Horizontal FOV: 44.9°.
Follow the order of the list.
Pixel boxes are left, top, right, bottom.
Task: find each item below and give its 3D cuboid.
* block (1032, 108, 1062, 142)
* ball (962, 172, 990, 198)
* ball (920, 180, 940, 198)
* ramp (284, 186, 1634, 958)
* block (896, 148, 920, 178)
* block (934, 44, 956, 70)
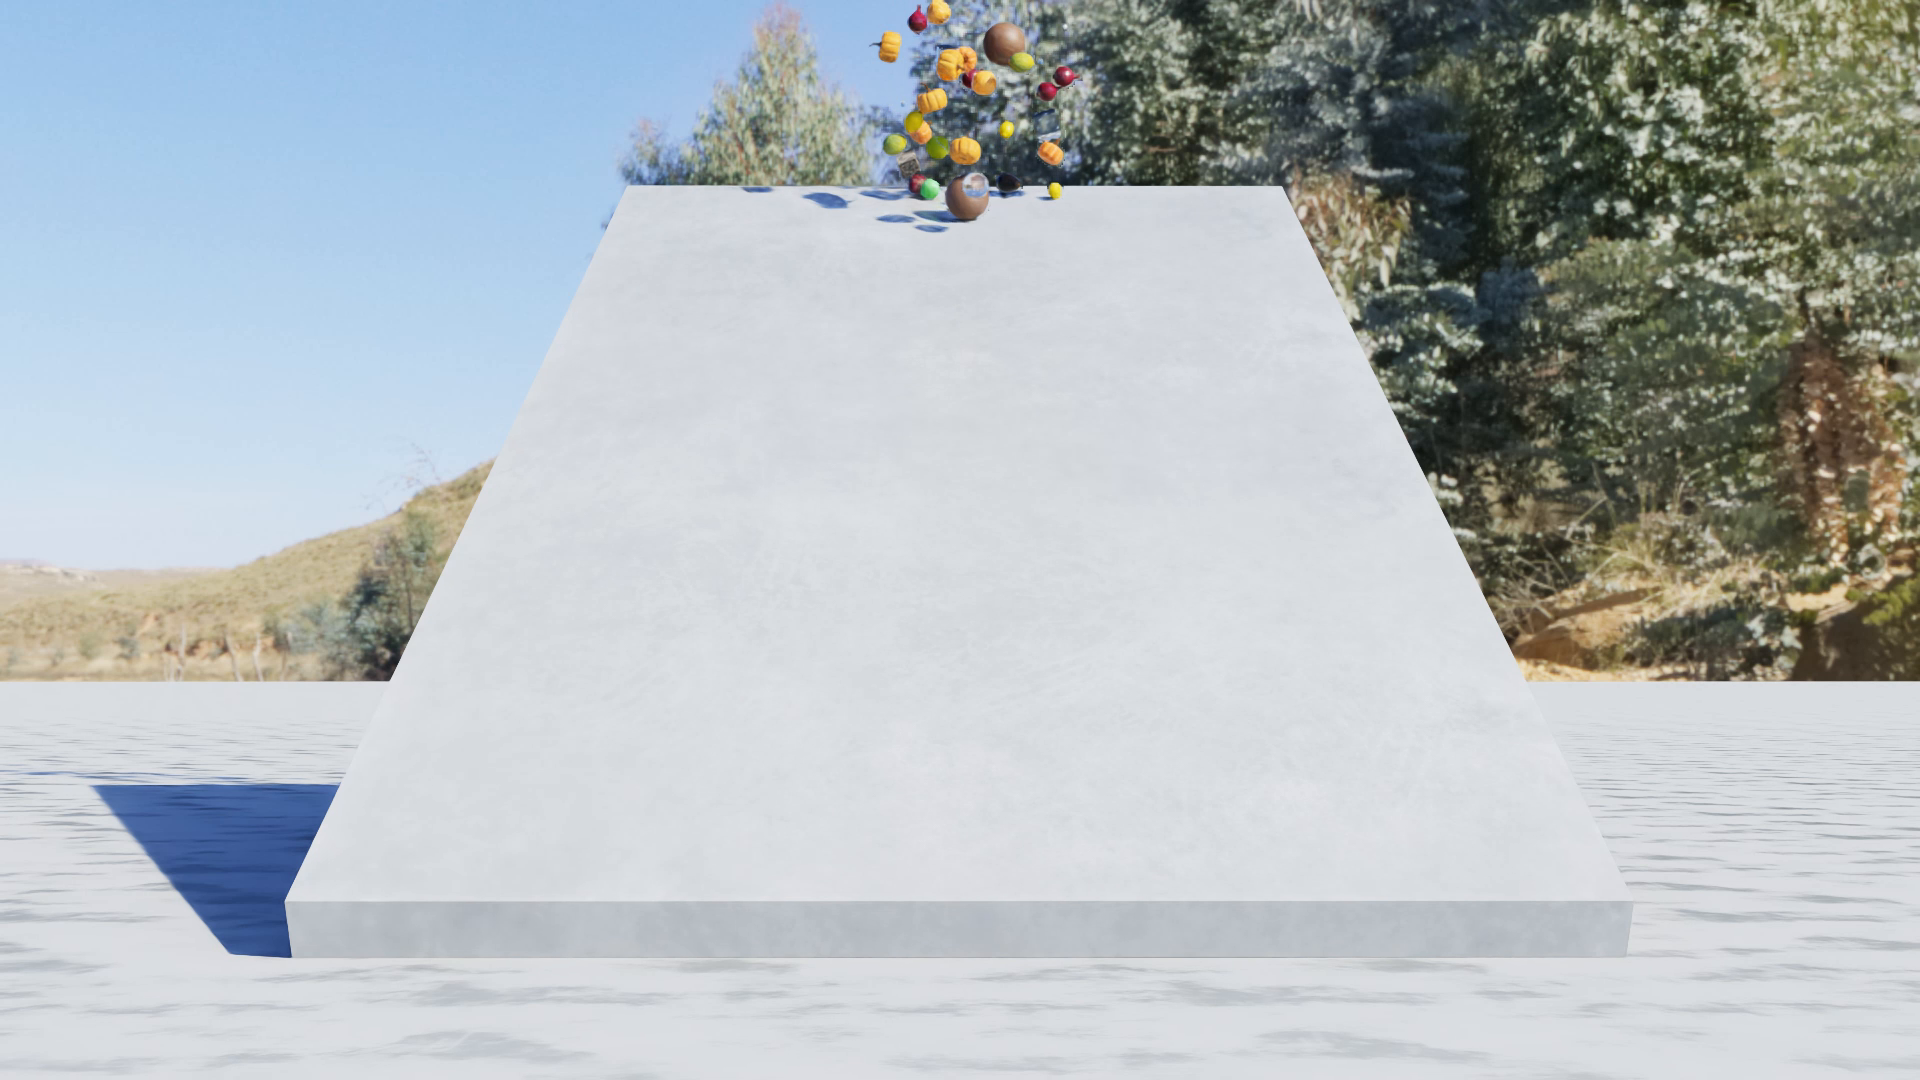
[{"bbox_3d":[0.252,-1.200,6.730,0.069,0.069,0.069,-14,-6,5],"label":"block"},{"bbox_3d":[0.045,-1.004,6.579,0.075,0.075,0.075,0,-3,0],"label":"ball"},{"bbox_3d":[-0.089,-1.051,6.960,0.058,0.058,0.058,0,-3,0],"label":"ball"},{"bbox_3d":[-0.008,-0.228,5.293,2.000,0.100,4.000,0,24,0],"label":"ramp"},{"bbox_3d":[-0.156,-1.140,7.034,0.055,0.055,0.055,-18,-46,6],"label":"block"},{"bbox_3d":[-0.043,-1.460,7.024,0.054,0.054,0.054,8,-12,-6],"label":"block"}]
